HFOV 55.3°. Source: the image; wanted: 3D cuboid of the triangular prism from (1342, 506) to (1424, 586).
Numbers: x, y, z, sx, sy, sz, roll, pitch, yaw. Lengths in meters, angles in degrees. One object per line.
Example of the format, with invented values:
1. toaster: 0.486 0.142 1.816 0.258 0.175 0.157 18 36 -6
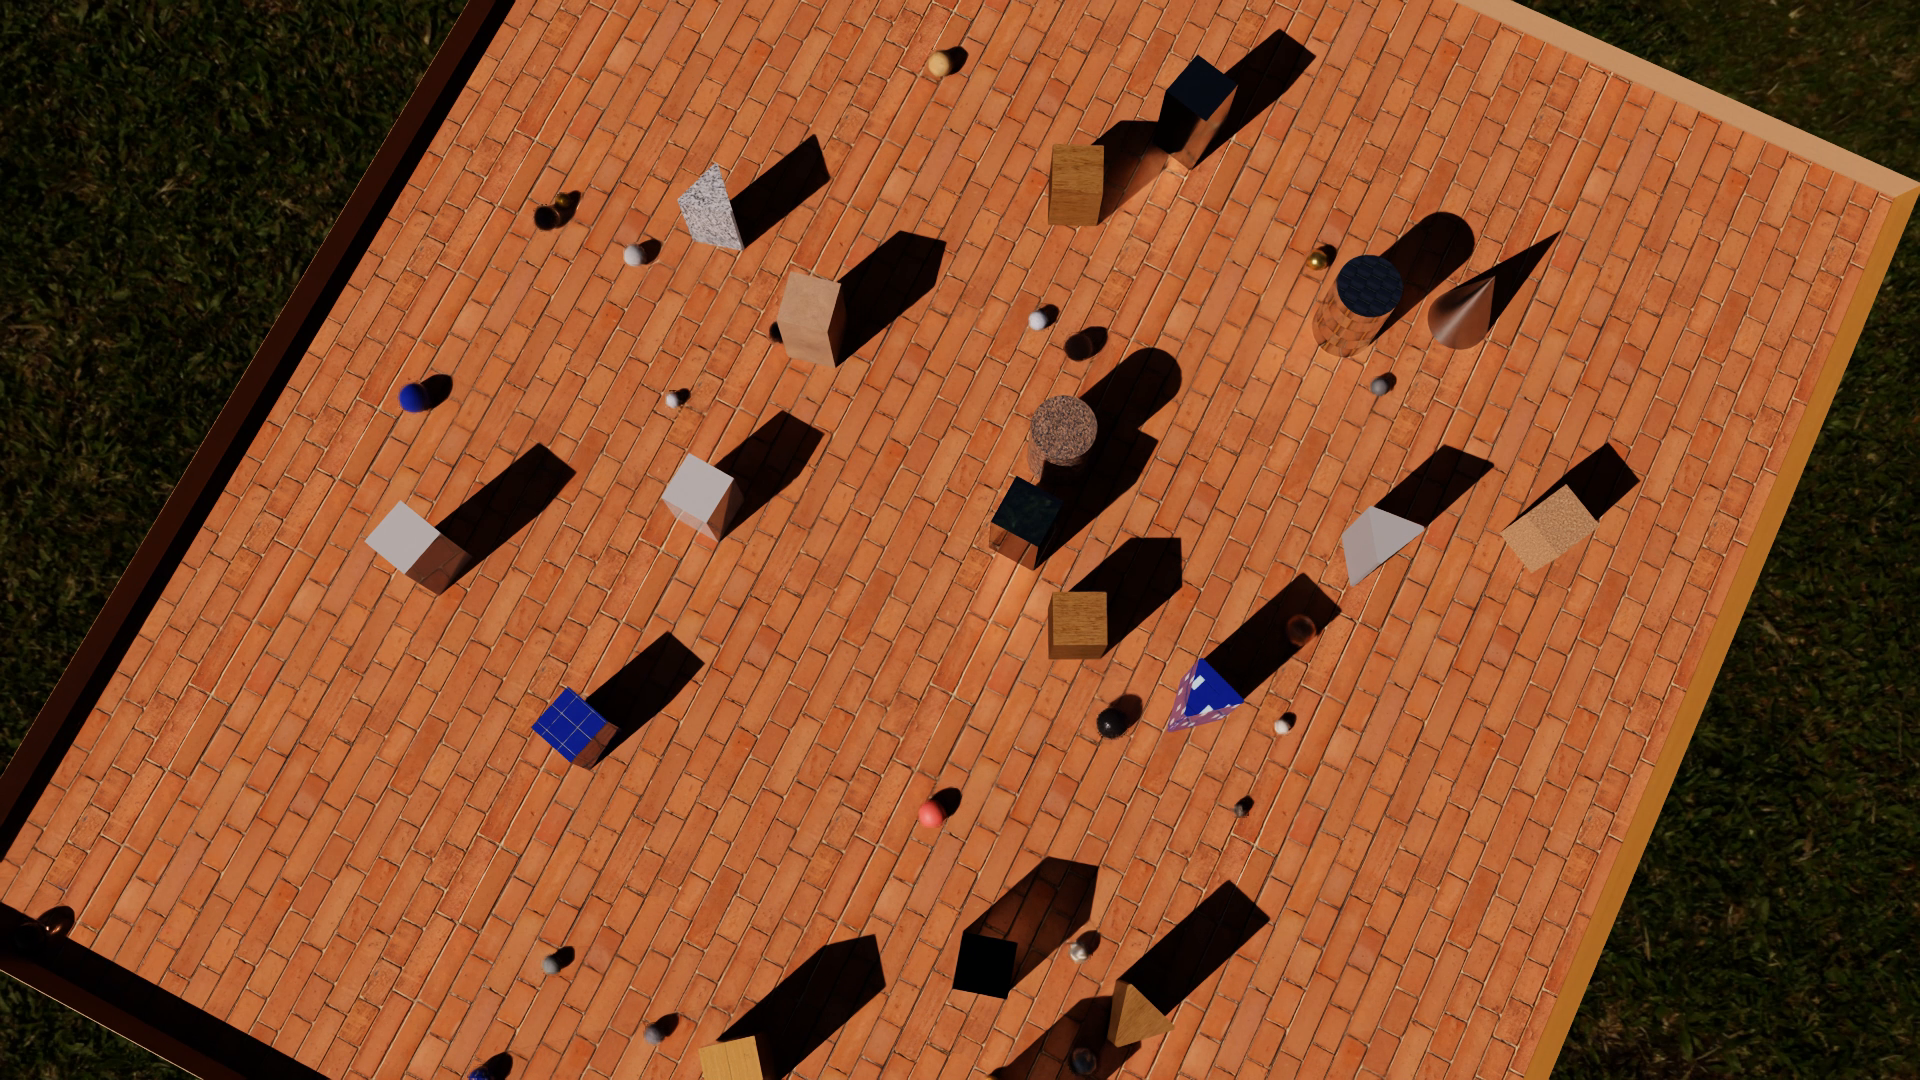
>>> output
1. triangular prism: 1.217 -0.002 5.424 0.168 0.377 0.145 -37 81 -7

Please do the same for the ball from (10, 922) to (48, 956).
1. ball: -2.706 1.160 5.327 0.097 0.097 0.097 0 78 0

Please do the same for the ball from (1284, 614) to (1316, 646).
1. ball: 1.022 0.271 5.513 0.094 0.094 0.094 0 78 0

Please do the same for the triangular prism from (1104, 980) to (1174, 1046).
1. triangular prism: 0.480 1.313 5.149 0.168 0.384 0.145 -16 79 -3

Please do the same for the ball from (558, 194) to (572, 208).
1. ball: -1.255 -1.076 5.816 0.045 0.045 0.045 0 78 0

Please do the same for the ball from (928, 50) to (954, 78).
1. ball: -0.062 -1.530 5.892 0.081 0.081 0.081 0 78 0

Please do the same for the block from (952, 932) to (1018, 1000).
1. block: 0.069 1.209 5.217 0.155 0.292 0.155 11 79 2

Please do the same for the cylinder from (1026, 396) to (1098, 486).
1. cylinder: 0.303 -0.294 5.503 0.194 0.341 0.194 0 78 0

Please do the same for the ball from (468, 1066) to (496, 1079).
1. ball: -1.372 1.549 5.258 0.073 0.073 0.073 0 78 0

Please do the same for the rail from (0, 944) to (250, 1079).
1. rail: -1.042 2.048 5.127 4.369 0.126 0.045 26 80 5

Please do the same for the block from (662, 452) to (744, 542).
1. block: -0.768 -0.124 5.498 0.155 0.283 0.155 29 80 6

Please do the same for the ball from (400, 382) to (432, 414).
1. ball: -1.683 -0.438 5.659 0.094 0.094 0.094 0 78 0

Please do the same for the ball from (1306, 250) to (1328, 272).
1. ball: 1.123 -0.878 5.764 0.067 0.067 0.067 0 78 0

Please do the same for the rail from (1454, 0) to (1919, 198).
1. rail: 1.042 -2.034 5.972 4.369 0.126 0.045 26 80 5

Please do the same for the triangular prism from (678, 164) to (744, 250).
1. triangular prism: -0.752 -1.037 5.671 0.168 0.313 0.145 12 79 2

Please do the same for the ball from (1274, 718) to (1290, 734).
1. ball: 0.962 0.557 5.477 0.048 0.048 0.048 0 78 0

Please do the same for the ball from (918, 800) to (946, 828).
1. ball: -0.082 0.807 5.408 0.081 0.081 0.081 0 78 0

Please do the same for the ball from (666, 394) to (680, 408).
1. ball: -0.889 -0.432 5.682 0.046 0.046 0.046 0 78 0

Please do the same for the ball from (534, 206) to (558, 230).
1. ball: -1.307 -1.016 5.787 0.078 0.078 0.078 0 78 0

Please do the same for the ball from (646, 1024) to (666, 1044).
1. ball: -0.879 1.427 5.292 0.057 0.057 0.057 0 78 0

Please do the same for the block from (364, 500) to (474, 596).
1. block: -1.599 0.028 5.428 0.155 0.357 0.155 38 81 7

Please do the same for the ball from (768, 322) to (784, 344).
1. ball: -0.560 -0.649 5.714 0.073 0.073 0.073 0 78 0

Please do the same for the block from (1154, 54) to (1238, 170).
1. block: 0.728 -1.324 5.701 0.155 0.372 0.155 39 81 7

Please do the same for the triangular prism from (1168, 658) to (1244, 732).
1. triangular prism: 0.688 0.442 5.303 0.168 0.435 0.145 -13 79 -3

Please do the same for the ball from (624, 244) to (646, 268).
1. ball: -1.022 -0.894 5.766 0.070 0.070 0.070 0 78 0

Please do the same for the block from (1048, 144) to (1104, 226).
1. block: 0.359 -1.102 5.706 0.155 0.271 0.155 2 78 0

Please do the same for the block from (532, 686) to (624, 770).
1. block: -1.115 0.554 5.362 0.155 0.274 0.155 40 81 8

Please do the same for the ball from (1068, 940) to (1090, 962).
1. ball: 0.348 1.199 5.337 0.062 0.062 0.062 0 78 0

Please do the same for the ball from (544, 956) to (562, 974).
1. ball: -1.185 1.237 5.332 0.055 0.055 0.055 0 78 0

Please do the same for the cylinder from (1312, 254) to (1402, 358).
1. cylinder: 1.202 -0.706 5.565 0.194 0.388 0.194 0 78 0

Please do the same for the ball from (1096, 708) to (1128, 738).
1. ball: 0.452 0.544 5.457 0.093 0.093 0.093 0 78 0

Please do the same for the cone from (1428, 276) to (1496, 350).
1. cone: 1.566 -0.732 5.561 0.194 0.406 0.194 0 78 0

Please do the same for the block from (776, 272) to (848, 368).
1. block: -0.445 -0.665 5.570 0.155 0.360 0.155 14 79 3

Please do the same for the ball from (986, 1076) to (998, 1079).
1. ball: 0.091 1.564 5.269 0.047 0.047 0.047 0 78 0

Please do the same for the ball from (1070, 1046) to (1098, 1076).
1. ball: 0.356 1.496 5.264 0.085 0.085 0.085 0 78 0

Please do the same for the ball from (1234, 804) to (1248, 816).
1. ball: 0.831 0.800 5.430 0.041 0.041 0.041 0 78 0

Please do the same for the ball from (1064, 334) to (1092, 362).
1. ball: 0.369 -0.598 5.695 0.088 0.088 0.088 0 78 0

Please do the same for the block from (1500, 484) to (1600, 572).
1. block: 1.762 -0.031 5.487 0.155 0.267 0.155 -35 80 -7

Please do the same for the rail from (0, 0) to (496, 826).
1. rail: -1.932 -0.940 5.746 0.045 0.126 4.708 26 80 5

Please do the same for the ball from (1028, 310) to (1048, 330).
1. ball: 0.244 -0.686 5.726 0.064 0.064 0.064 0 78 0

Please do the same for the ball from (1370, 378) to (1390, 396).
1. ball: 1.302 -0.474 5.686 0.056 0.056 0.056 0 78 0

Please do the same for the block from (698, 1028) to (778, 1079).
1. block: -0.616 1.472 5.129 0.155 0.359 0.155 -13 79 -3

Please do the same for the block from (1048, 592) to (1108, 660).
1. block: 0.345 0.255 5.412 0.155 0.297 0.155 0 78 0

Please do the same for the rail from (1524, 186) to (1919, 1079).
1. rail: 1.932 0.953 5.354 0.045 0.126 4.708 26 80 5

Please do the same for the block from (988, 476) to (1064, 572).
1. block: 0.193 -0.045 5.436 0.155 0.371 0.155 28 80 6
